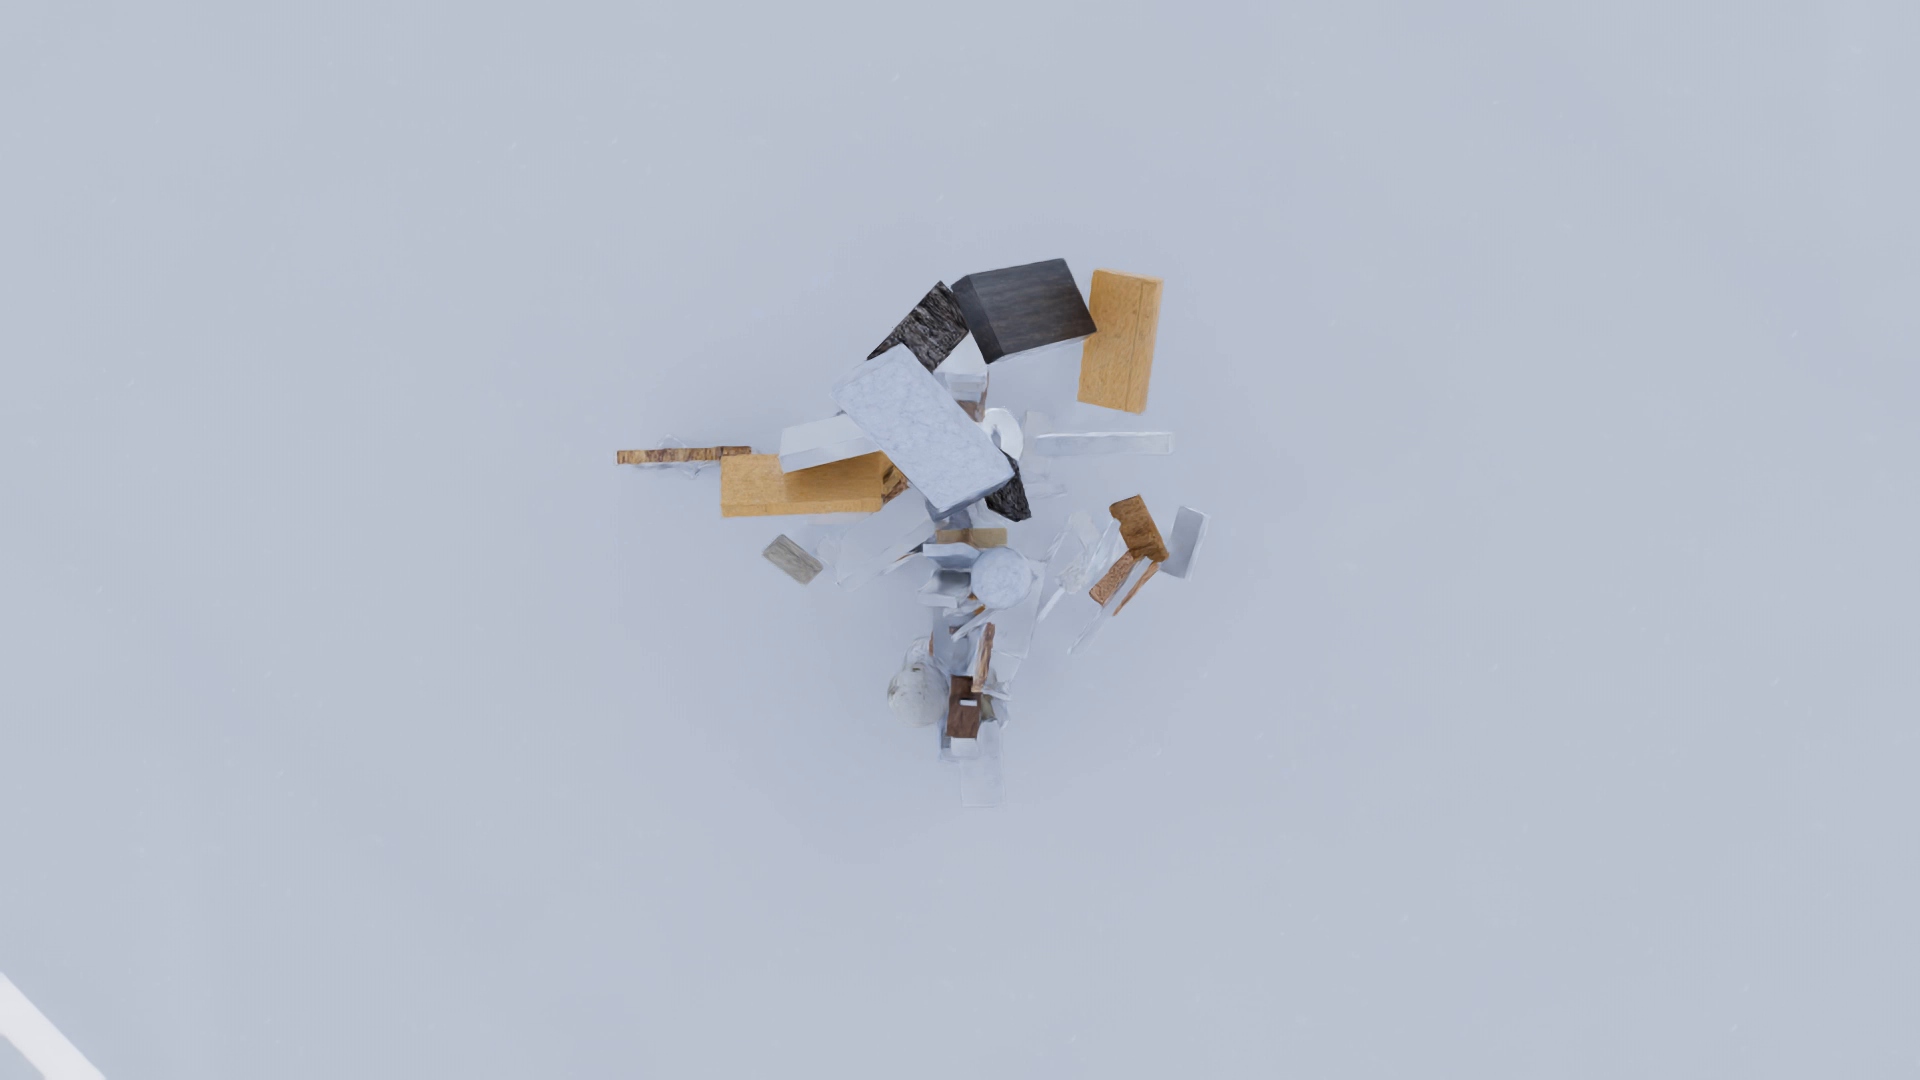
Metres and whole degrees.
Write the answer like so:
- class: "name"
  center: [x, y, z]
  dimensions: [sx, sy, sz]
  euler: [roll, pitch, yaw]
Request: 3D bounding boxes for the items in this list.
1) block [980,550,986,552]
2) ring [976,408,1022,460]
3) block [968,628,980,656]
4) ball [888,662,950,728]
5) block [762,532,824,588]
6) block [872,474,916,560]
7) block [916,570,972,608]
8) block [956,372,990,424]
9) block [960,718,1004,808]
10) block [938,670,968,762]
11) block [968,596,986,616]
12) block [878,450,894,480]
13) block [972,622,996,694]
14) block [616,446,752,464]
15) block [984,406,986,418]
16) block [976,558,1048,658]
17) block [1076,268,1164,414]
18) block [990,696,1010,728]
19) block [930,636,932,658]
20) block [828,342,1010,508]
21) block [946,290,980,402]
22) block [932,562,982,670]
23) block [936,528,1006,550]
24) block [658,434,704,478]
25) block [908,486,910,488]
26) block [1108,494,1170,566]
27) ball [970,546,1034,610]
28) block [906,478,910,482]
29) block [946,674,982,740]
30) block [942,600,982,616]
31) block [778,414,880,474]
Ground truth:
- class: "block"
  center: [0.047, 0.025, 4.824]
  dimensions: [0.160, 0.080, 0.023]
  euler: [-22, 81, 43]
- class: "ring"
  center: [0.121, -0.330, 5.419]
  dimensions: [0.210, 0.070, 0.210]
  euler: [5, 82, -41]
- class: "block"
  center: [0.074, 0.342, 4.946]
  dimensions: [0.077, 0.022, 0.155]
  euler: [-12, 97, -16]
- class: "ball"
  center: [-0.120, 0.458, 4.878]
  dimensions: [0.189, 0.189, 0.189]
  euler: [0, 90, 0]
- class: "block"
  center: [-0.478, 0.057, 4.725]
  dimensions: [0.163, 0.023, 0.081]
  euler: [39, 102, -27]
- class: "block"
  center: [-0.210, -0.073, 5.205]
  dimensions: [0.134, 0.038, 0.267]
  euler: [-23, 71, 30]
- class: "block"
  center: [-0.027, 0.120, 4.096]
  dimensions: [0.103, 0.206, 0.029]
  euler: [5, 106, 17]
- class: "block"
  center: [0.001, -0.439, 4.988]
  dimensions: [0.158, 0.315, 0.045]
  euler: [9, 74, 0]
- class: "block"
  center: [0.063, 0.660, 4.889]
  dimensions: [0.126, 0.036, 0.252]
  euler: [-3, 95, 0]
- class: "block"
  center: [0.004, 0.546, 5.179]
  dimensions: [0.150, 0.042, 0.300]
  euler: [0, 90, 0]
- class: "block"
  center: [0.066, 0.165, 4.936]
  dimensions: [0.079, 0.022, 0.158]
  euler: [-22, 96, -13]
- class: "block"
  center: [-0.246, -0.303, 5.141]
  dimensions: [0.148, 0.042, 0.295]
  euler: [40, 86, 9]
- class: "block"
  center: [0.061, 0.306, 4.282]
  dimensions: [0.023, 0.083, 0.166]
  euler: [14, 53, -5]
- class: "block"
  center: [-0.902, -0.276, 5.377]
  dimensions: [0.428, 0.148, 0.042]
  euler: [-3, 93, -14]
- class: "block"
  center: [0.003, -0.541, 5.167]
  dimensions: [0.155, 0.044, 0.310]
  euler: [0, 90, 0]
- class: "block"
  center: [0.146, 0.183, 4.632]
  dimensions: [0.138, 0.039, 0.276]
  euler: [15, 83, -14]
- class: "block"
  center: [0.346, -0.431, 3.580]
  dimensions: [0.146, 0.041, 0.292]
  euler: [14, 111, 22]
- class: "block"
  center: [0.113, 0.477, 4.614]
  dimensions: [0.013, 0.046, 0.092]
  euler: [3, 48, -28]
- class: "block"
  center: [-0.008, 0.338, 5.327]
  dimensions: [0.172, 0.344, 0.049]
  euler: [0, 92, 0]
- class: "block"
  center: [-0.078, -0.221, 3.279]
  dimensions: [0.176, 0.050, 0.352]
  euler: [-24, 126, 30]
- class: "block"
  center: [-0.009, -0.565, 4.807]
  dimensions: [0.158, 0.045, 0.315]
  euler: [4, 91, 0]
- class: "block"
  center: [0.001, 0.231, 5.131]
  dimensions: [0.172, 0.049, 0.344]
  euler: [0, 90, 0]
- class: "block"
  center: [0.026, 0.001, 4.283]
  dimensions: [0.175, 0.349, 0.049]
  euler: [-3, 89, -1]
- class: "block"
  center: [-0.930, -0.280, 5.489]
  dimensions: [0.151, 0.021, 0.076]
  euler: [34, 90, 0]
- class: "block"
  center: [-0.133, -0.151, 5.351]
  dimensions: [0.134, 0.267, 0.038]
  euler: [2, 96, 35]
- class: "block"
  center: [0.494, -0.022, 4.553]
  dimensions: [0.097, 0.028, 0.194]
  euler: [-20, 101, 41]
- class: "ball"
  center: [0.102, 0.094, 4.063]
  dimensions: [0.155, 0.155, 0.155]
  euler: [0, 90, 0]
- class: "block"
  center: [-0.225, -0.183, 5.462]
  dimensions: [0.151, 0.076, 0.021]
  euler: [-24, 90, 0]
- class: "block"
  center: [0.013, 0.474, 4.670]
  dimensions: [0.089, 0.025, 0.178]
  euler: [5, 106, -1]
- class: "block"
  center: [0.009, 0.177, 4.331]
  dimensions: [0.054, 0.109, 0.015]
  euler: [-37, 70, 39]
- class: "block"
  center: [-0.295, -0.271, 4.290]
  dimensions: [0.345, 0.172, 0.049]
  euler: [-13, 118, 6]
